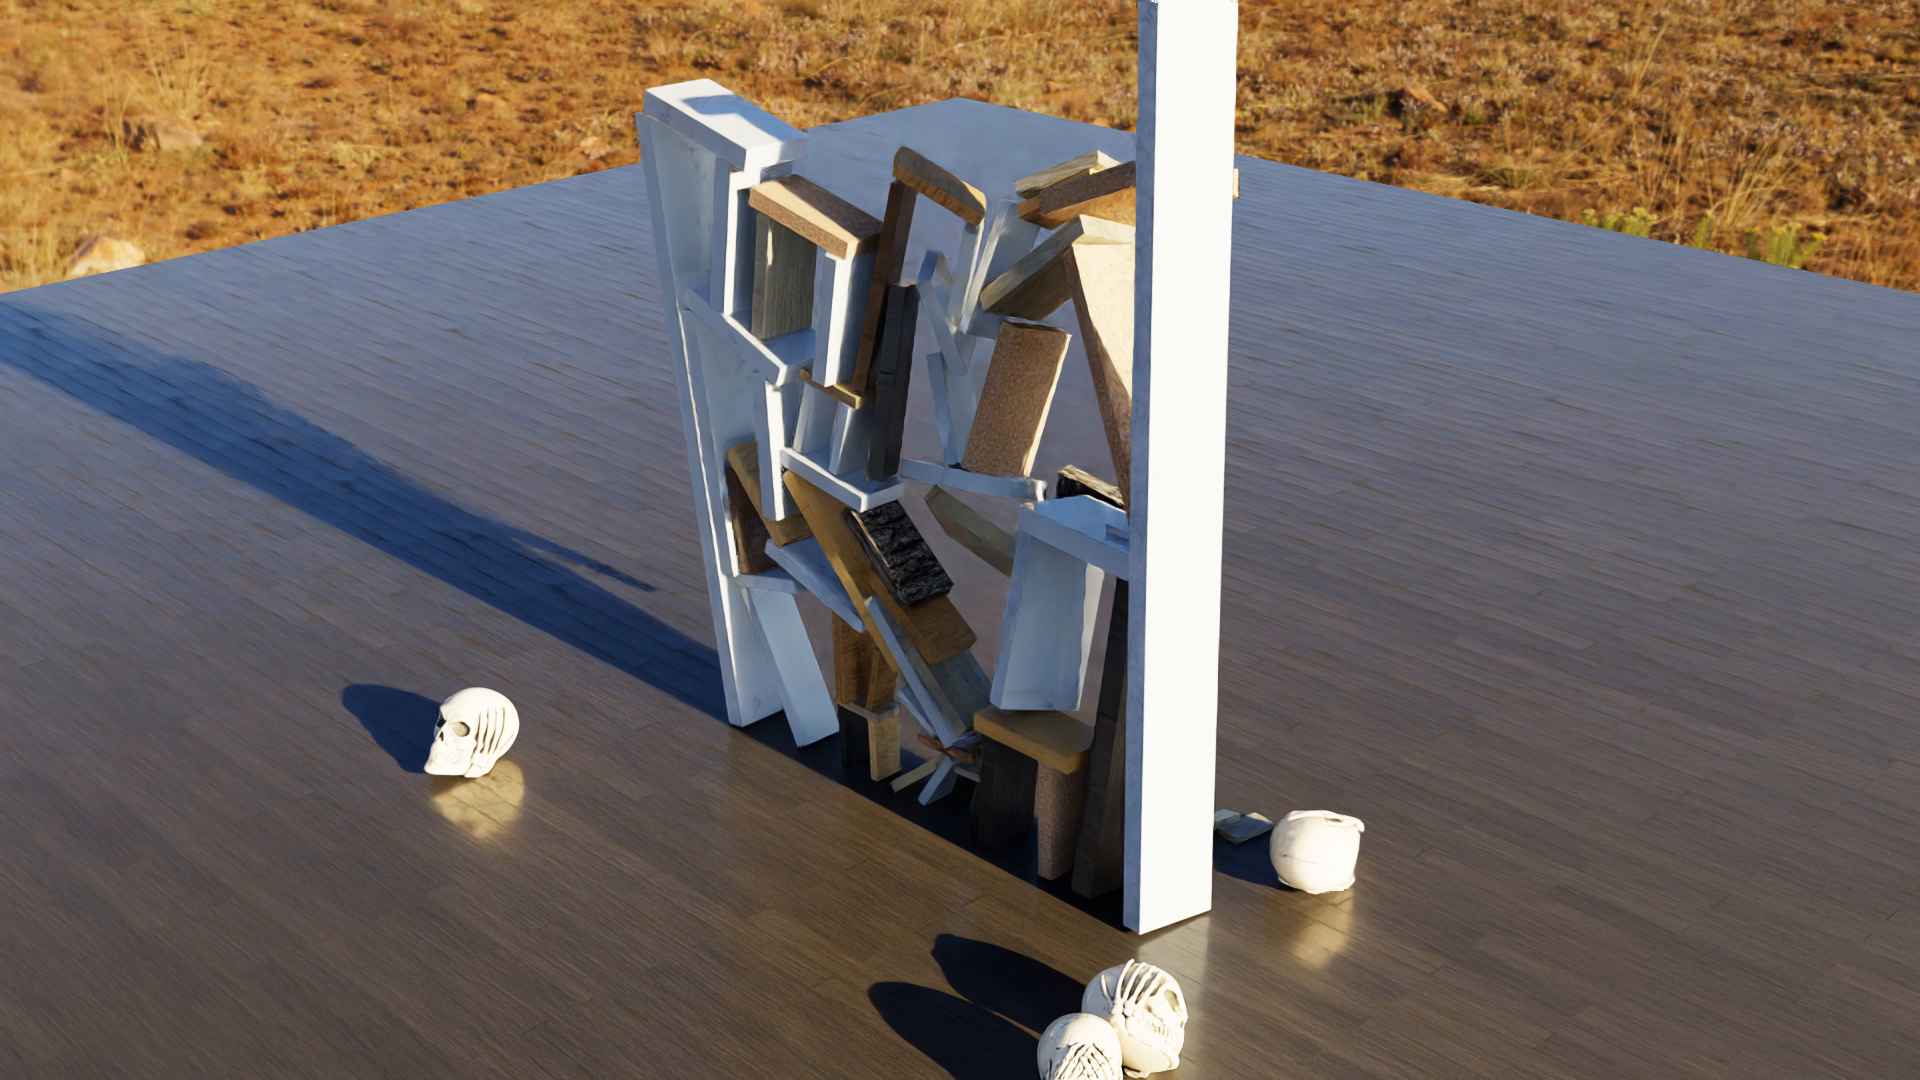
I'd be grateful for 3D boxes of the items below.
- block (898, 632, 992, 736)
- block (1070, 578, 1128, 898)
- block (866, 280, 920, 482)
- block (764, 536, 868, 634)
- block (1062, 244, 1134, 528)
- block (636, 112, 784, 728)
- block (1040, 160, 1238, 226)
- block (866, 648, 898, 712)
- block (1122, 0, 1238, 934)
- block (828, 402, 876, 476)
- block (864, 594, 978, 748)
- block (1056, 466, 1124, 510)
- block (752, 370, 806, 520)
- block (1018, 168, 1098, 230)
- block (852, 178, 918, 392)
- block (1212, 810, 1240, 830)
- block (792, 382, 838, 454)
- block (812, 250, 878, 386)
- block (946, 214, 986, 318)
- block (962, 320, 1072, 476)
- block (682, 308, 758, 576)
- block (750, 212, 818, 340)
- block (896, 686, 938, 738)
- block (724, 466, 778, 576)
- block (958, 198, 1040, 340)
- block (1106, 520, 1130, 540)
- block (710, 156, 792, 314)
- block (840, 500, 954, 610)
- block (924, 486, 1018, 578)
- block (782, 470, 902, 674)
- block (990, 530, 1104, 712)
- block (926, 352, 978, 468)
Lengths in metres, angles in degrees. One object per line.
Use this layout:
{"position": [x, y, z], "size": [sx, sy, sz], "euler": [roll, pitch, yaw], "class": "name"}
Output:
{"position": [-0.015, 0.265, 4.348], "size": [0.116, 0.033, 0.231], "euler": [-21, 71, -41], "class": "block"}
{"position": [0.323, 0.356, 4.093], "size": [0.049, 0.629, 0.172], "euler": [23, 24, 40], "class": "block"}
{"position": [-0.129, -0.312, 4.304], "size": [0.032, 0.385, 0.112], "euler": [11, 14, 13], "class": "block"}
{"position": [-0.261, 0.078, 4.535], "size": [0.116, 0.033, 0.302], "euler": [-21, 49, -41], "class": "block"}
{"position": [0.327, -0.266, 4.037], "size": [0.148, 0.598, 0.042], "euler": [-3, -20, -27], "class": "block"}
{"position": [-0.509, -0.249, 4.664], "size": [0.160, 1.325, 0.045], "euler": [-21, 22, -41], "class": "block"}
{"position": [0.326, -0.637, 4.042], "size": [0.172, 0.049, 0.344], "euler": [9, -11, -39], "class": "block"}
{"position": [-0.156, 0.277, 4.508], "size": [0.061, 0.147, 0.017], "euler": [-21, 42, -41], "class": "block"}
{"position": [0.380, -0.093, 3.847], "size": [0.172, 1.662, 0.049], "euler": [-12, 21, -34], "class": "block"}
{"position": [-0.211, -0.209, 4.362], "size": [0.081, 0.161, 0.023], "euler": [-21, 46, -41], "class": "block"}
{"position": [-0.062, 0.245, 4.388], "size": [0.116, 0.335, 0.033], "euler": [-21, -13, -41], "class": "block"}
{"position": [0.299, -0.034, 4.264], "size": [0.264, 0.132, 0.037], "euler": [28, 42, 33], "class": "block"}
{"position": [-0.342, -0.208, 4.504], "size": [0.153, 0.307, 0.043], "euler": [-21, 27, -40], "class": "block"}
{"position": [0.210, -0.651, 4.203], "size": [0.188, 0.027, 0.094], "euler": [-21, -23, 41], "class": "block"}
{"position": [-0.143, -0.494, 4.232], "size": [0.027, 0.422, 0.095], "euler": [18, 26, 12], "class": "block"}
{"position": [0.505, 0.563, 4.395], "size": [0.102, 0.014, 0.051], "euler": [-16, 11, -30], "class": "block"}
{"position": [-0.287, -0.255, 4.424], "size": [0.081, 0.161, 0.023], "euler": [-22, 47, -41], "class": "block"}
{"position": [-0.218, -0.439, 4.283], "size": [0.037, 0.263, 0.130], "euler": [28, 34, 34], "class": "block"}
{"position": [0.013, -0.533, 4.238], "size": [0.027, 0.189, 0.095], "euler": [15, 38, 4], "class": "block"}
{"position": [0.110, -0.274, 4.294], "size": [0.148, 0.297, 0.042], "euler": [1, 21, -42], "class": "block"}
{"position": [-0.473, -0.218, 4.643], "size": [0.153, 0.571, 0.043], "euler": [-21, 22, -41], "class": "block"}
{"position": [-0.348, -0.537, 4.380], "size": [0.130, 0.260, 0.037], "euler": [-21, 39, -41], "class": "block"}
{"position": [-0.067, 0.340, 4.439], "size": [0.061, 0.017, 0.122], "euler": [-21, 61, -41], "class": "block"}
{"position": [-0.427, -0.053, 4.662], "size": [0.033, 0.231, 0.116], "euler": [10, 23, 44], "class": "block"}
{"position": [0.081, -0.527, 4.297], "size": [0.094, 0.270, 0.027], "euler": [6, 19, -42], "class": "block"}
{"position": [0.323, -0.012, 4.016], "size": [0.102, 0.014, 0.051], "euler": [20, 22, 32], "class": "block"}
{"position": [-0.420, -0.623, 4.408], "size": [0.045, 0.320, 0.160], "euler": [29, 36, 36], "class": "block"}
{"position": [-0.125, 0.020, 4.368], "size": [0.118, 0.034, 0.237], "euler": [-21, 70, -40], "class": "block"}
{"position": [0.047, -0.001, 4.345], "size": [0.037, 0.132, 0.264], "euler": [-46, 52, -11], "class": "block"}
{"position": [-0.197, 0.046, 4.459], "size": [0.118, 0.465, 0.034], "euler": [-22, -13, -41], "class": "block"}
{"position": [0.172, 0.155, 4.215], "size": [0.172, 0.345, 0.049], "euler": [4, 14, -27], "class": "block"}
{"position": [-0.007, -0.259, 4.388], "size": [0.032, 0.225, 0.113], "euler": [-13, -7, 30], "class": "block"}
